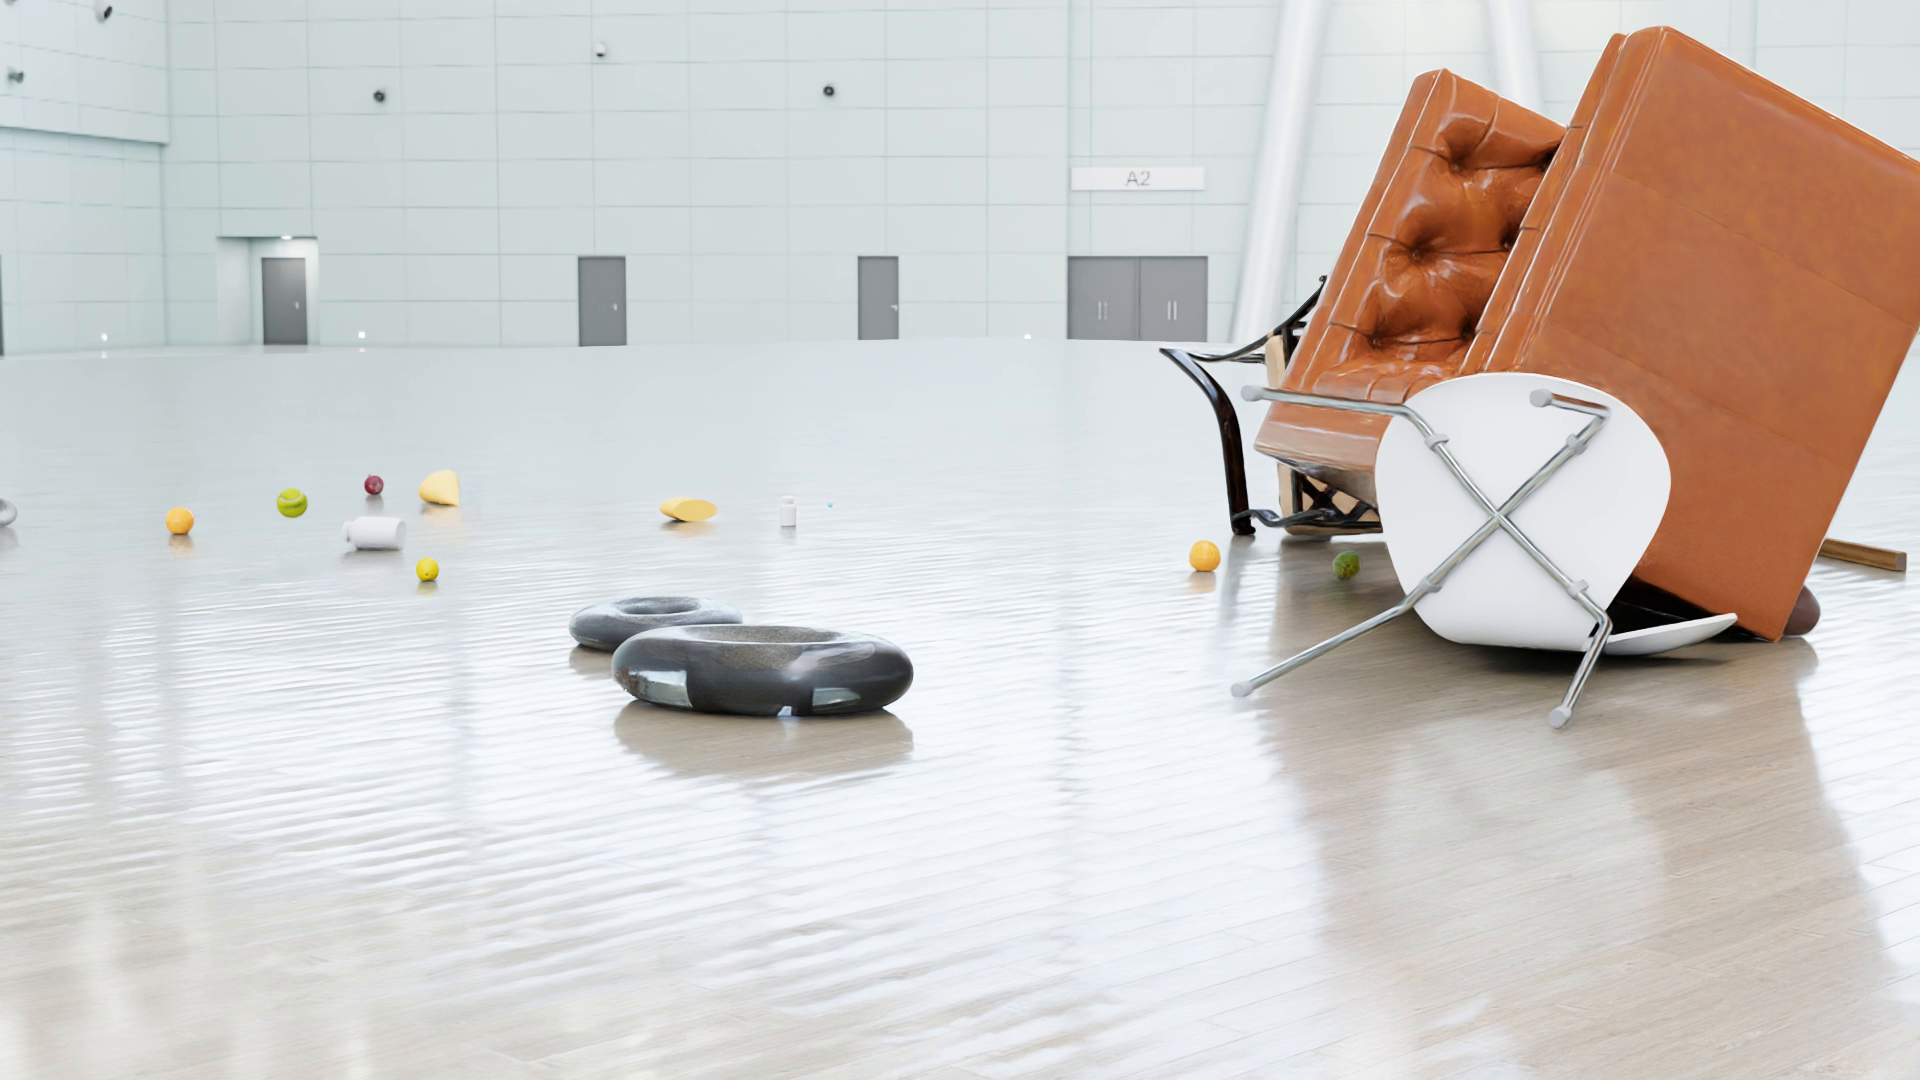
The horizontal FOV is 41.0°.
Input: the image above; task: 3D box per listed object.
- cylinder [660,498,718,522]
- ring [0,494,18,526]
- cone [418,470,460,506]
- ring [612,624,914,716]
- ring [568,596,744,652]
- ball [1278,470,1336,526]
[{"bbox_3d":[-0.734,-0.083,6.935,0.130,0.058,0.092,-2,6,-30],"label":"cylinder"},{"bbox_3d":[-2.551,-0.079,6.735,0.078,0.094,0.150,-6,-14,45],"label":"ring"},{"bbox_3d":[-1.478,-0.128,7.422,0.128,0.089,0.169,-29,34,-19],"label":"cone"},{"bbox_3d":[-0.307,0.199,3.962,0.506,0.109,0.324,2,5,25],"label":"ring"},{"bbox_3d":[-0.549,0.151,4.634,0.314,0.066,0.389,-1,6,-1],"label":"ring"},{"bbox_3d":[0.914,-0.111,6.755,0.150,0.150,0.150,0,6,0],"label":"ball"}]
